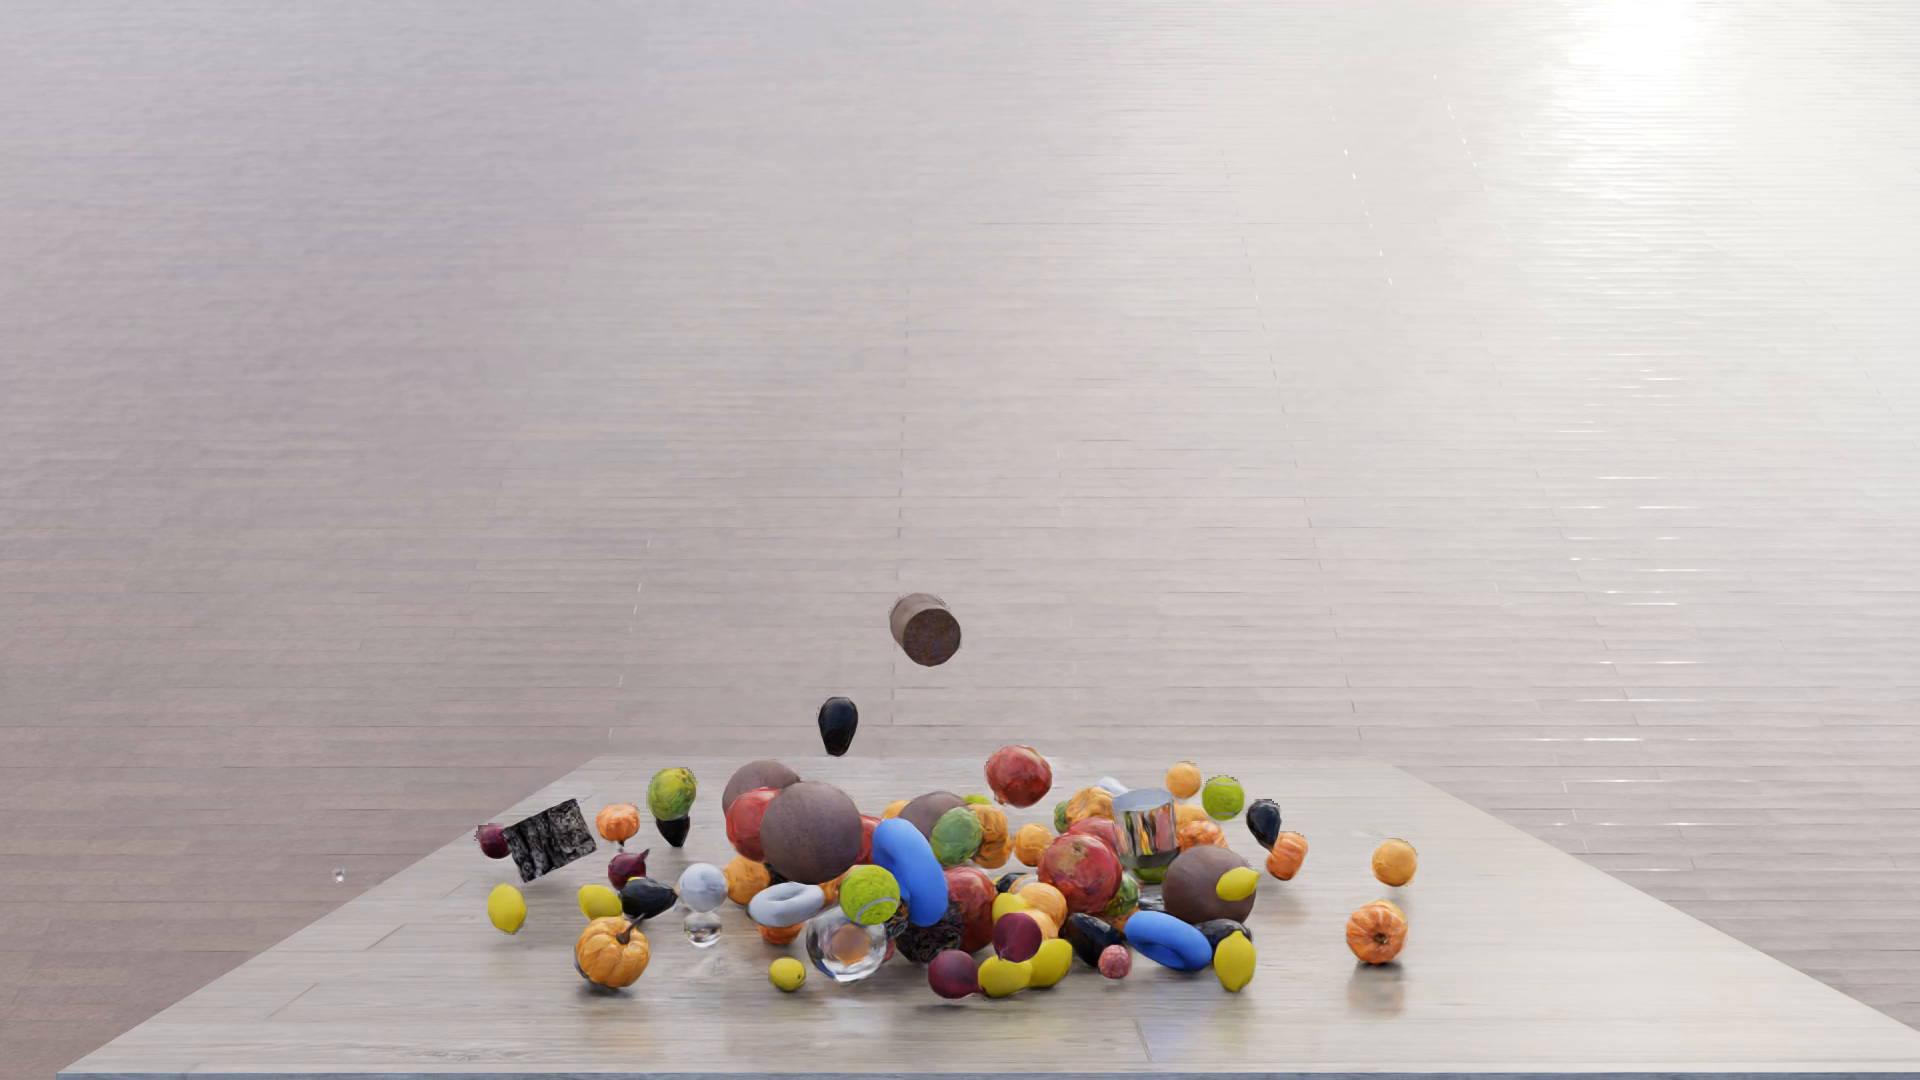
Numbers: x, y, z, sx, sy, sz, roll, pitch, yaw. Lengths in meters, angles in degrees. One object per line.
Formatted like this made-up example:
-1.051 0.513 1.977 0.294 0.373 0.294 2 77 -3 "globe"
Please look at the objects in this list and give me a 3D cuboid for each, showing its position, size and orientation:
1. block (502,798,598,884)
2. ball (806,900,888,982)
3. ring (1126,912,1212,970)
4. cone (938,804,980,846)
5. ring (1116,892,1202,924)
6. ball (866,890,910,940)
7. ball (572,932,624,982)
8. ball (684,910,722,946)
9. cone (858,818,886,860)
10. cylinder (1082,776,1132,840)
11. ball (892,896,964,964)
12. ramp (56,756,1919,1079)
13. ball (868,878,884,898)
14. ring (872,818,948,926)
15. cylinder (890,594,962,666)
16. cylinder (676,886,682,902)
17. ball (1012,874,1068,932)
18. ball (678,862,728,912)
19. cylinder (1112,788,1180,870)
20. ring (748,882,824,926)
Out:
-0.658 0.481 4.147 0.092 0.092 0.092 -25 -3 22 "block"
-0.138 0.490 3.159 0.100 0.100 0.100 0 30 0 "ball"
0.264 0.509 3.282 0.116 0.116 0.039 15 64 24 "ring"
-0.007 0.473 4.230 0.071 0.071 0.071 5 4 8 "cone"
0.284 0.529 3.699 0.123 0.041 0.123 -1 0 0 "ring"
-0.092 0.468 3.230 0.060 0.060 0.060 0 30 0 "ball"
-0.450 0.519 3.223 0.063 0.063 0.063 0 30 0 "ball"
-0.348 0.524 3.504 0.053 0.053 0.053 0 30 0 "ball"
-0.117 0.522 4.377 0.078 0.078 0.078 -25 34 -35 "cone"
0.284 0.488 4.669 0.090 0.090 0.090 31 42 30 "cylinder"
-0.043 0.502 3.354 0.096 0.096 0.096 0 30 0 "ball"
0.068 0.603 4.666 2.000 0.100 4.000 0 0 0 "ramp"
-0.097 0.487 3.538 0.056 0.056 0.056 0 30 0 "ball"
-0.064 0.420 3.273 0.048 0.145 0.145 -23 37 -22 "ring"
-0.052 0.132 3.813 0.088 0.088 0.088 -8 16 -13 "cylinder"
-0.398 0.523 3.877 0.052 0.052 0.052 -4 -5 -6 "cylinder"
0.112 0.510 3.634 0.081 0.081 0.081 0 30 0 "ball"
-0.346 0.467 3.477 0.067 0.067 0.067 0 30 0 "ball"
0.279 0.433 3.884 0.093 0.093 0.093 -8 14 2 "cylinder"
-0.231 0.485 3.449 0.103 0.034 0.103 -10 12 2 "ring"
